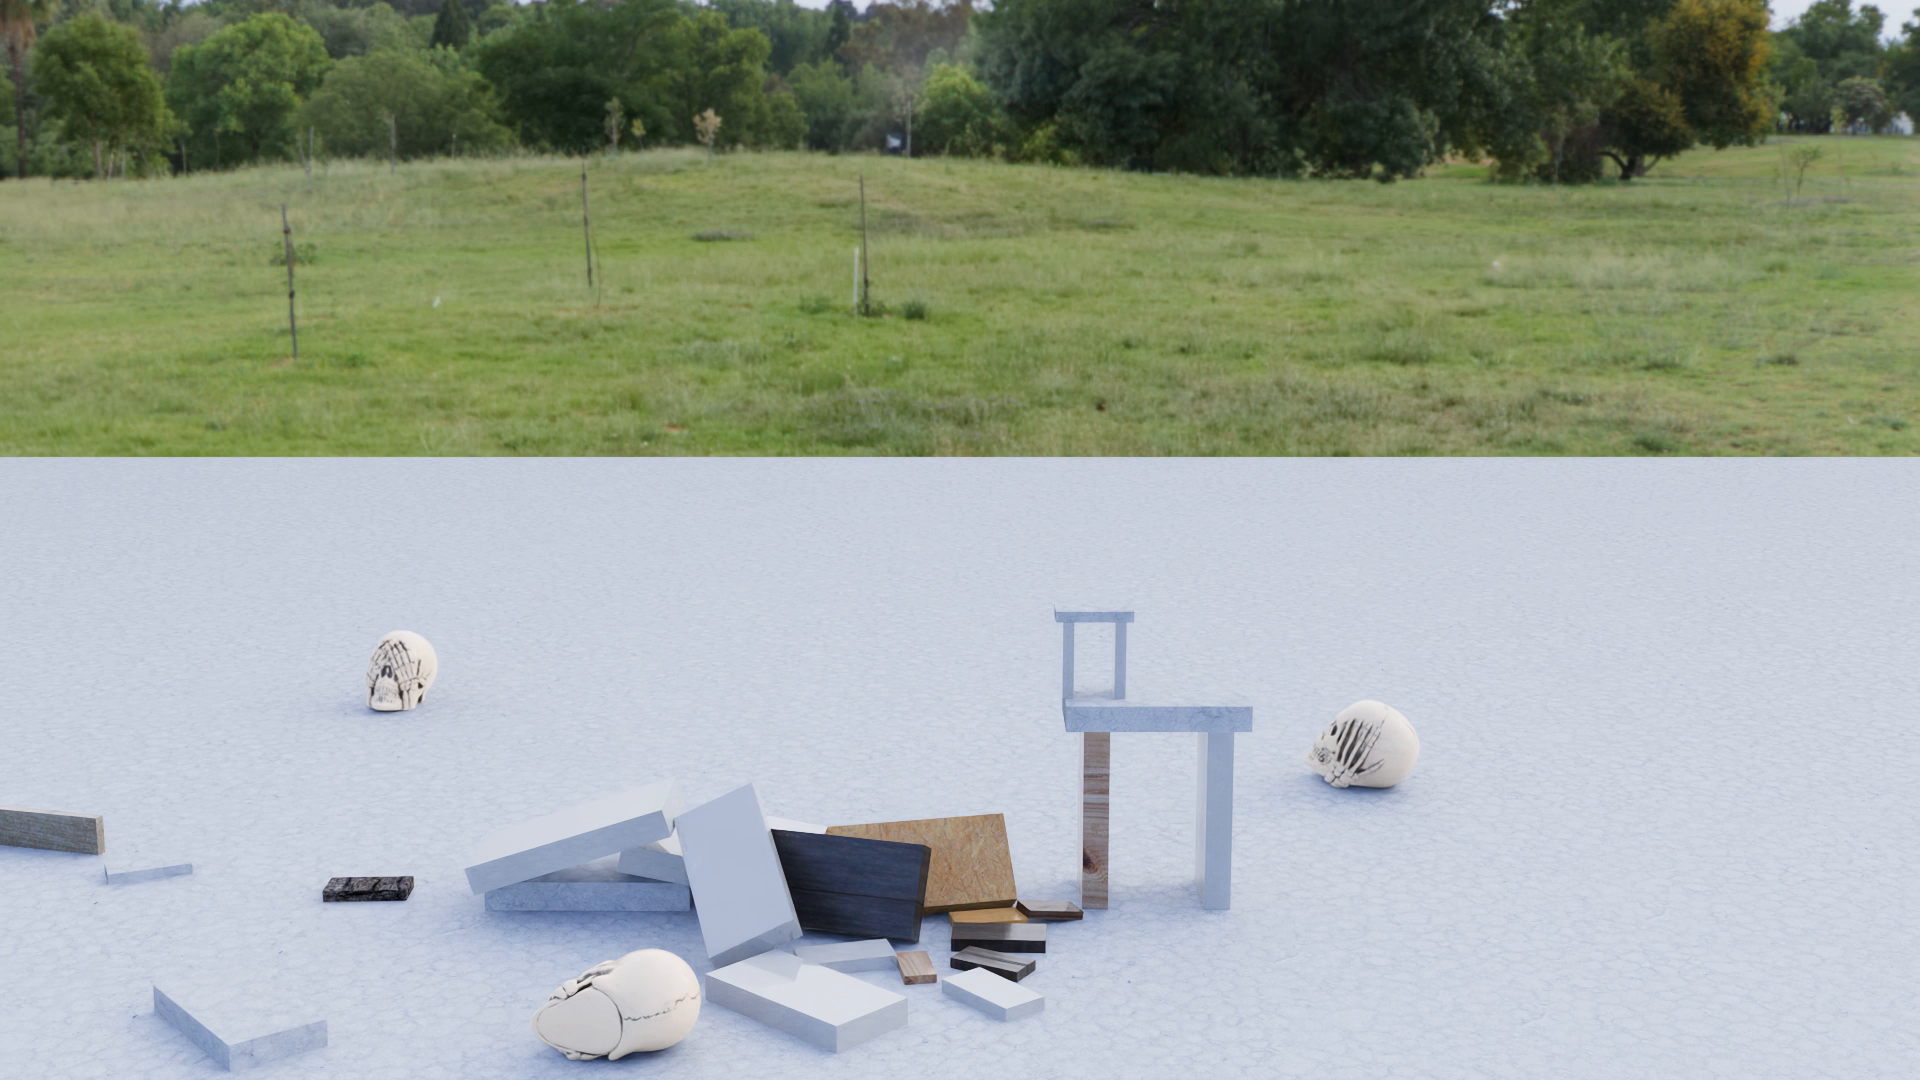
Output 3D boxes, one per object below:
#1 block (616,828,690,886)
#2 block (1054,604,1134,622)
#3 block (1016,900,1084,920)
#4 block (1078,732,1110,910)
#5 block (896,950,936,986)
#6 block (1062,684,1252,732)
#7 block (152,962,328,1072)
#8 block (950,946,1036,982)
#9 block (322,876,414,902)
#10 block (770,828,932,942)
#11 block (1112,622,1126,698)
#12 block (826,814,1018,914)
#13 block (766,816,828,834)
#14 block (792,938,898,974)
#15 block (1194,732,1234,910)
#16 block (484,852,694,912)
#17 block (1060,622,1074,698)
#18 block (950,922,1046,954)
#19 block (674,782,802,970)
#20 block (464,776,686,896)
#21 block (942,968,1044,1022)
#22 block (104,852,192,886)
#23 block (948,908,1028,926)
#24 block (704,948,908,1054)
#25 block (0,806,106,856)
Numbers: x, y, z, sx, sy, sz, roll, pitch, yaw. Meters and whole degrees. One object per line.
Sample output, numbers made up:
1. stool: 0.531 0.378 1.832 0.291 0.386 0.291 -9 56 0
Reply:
1. block: -0.390 0.532 3.649 0.336 0.048 0.168 12 11 -5
2. block: 0.219 0.119 3.587 0.127 0.018 0.063 0 11 0
3. block: 0.145 0.597 3.547 0.097 0.014 0.049 6 9 -25
4. block: 0.221 0.443 3.641 0.042 0.300 0.150 0 11 0
5. block: -0.067 0.647 3.326 0.049 0.014 0.097 -2 11 -10
6. block: 0.321 0.275 3.610 0.300 0.042 0.150 0 11 0
7. block: -1.022 0.673 3.115 0.139 0.040 0.279 -9 14 -39
8. block: 0.050 0.643 3.337 0.116 0.016 0.058 6 12 30
9. block: -0.985 0.581 3.663 0.136 0.019 0.068 -1 11 -3
10. block: -0.201 0.546 3.493 0.295 0.148 0.042 3 -14 18
11. block: 0.261 0.190 3.600 0.018 0.127 0.063 0 11 0
12. block: -0.064 0.533 3.584 0.295 0.148 0.042 -3 -26 -14
13. block: -0.262 0.513 3.655 0.295 0.042 0.148 12 11 -7
14. block: -0.176 0.638 3.355 0.147 0.021 0.073 -3 11 -15
15. block: 0.420 0.443 3.641 0.042 0.300 0.150 0 11 0
16. block: -0.606 0.566 3.668 0.336 0.048 0.168 0 11 1
17. block: 0.176 0.190 3.600 0.018 0.127 0.063 0 11 0
18. block: 0.061 0.622 3.440 0.147 0.021 0.073 1 11 3
19. block: -0.350 0.523 3.436 0.140 0.040 0.325 -25 37 -1
20. block: -0.626 0.482 3.593 0.336 0.048 0.168 -17 12 4
21. block: 0.048 0.664 3.214 0.073 0.021 0.147 -8 13 -38
22. block: -1.390 0.562 3.766 0.136 0.019 0.068 -5 12 -25
23. block: 0.045 0.609 3.520 0.116 0.016 0.058 -2 11 -12
24. block: -0.224 0.662 3.174 0.279 0.040 0.140 10 14 42
25. block: -1.682 0.510 3.914 0.355 0.068 0.019 3 11 16
